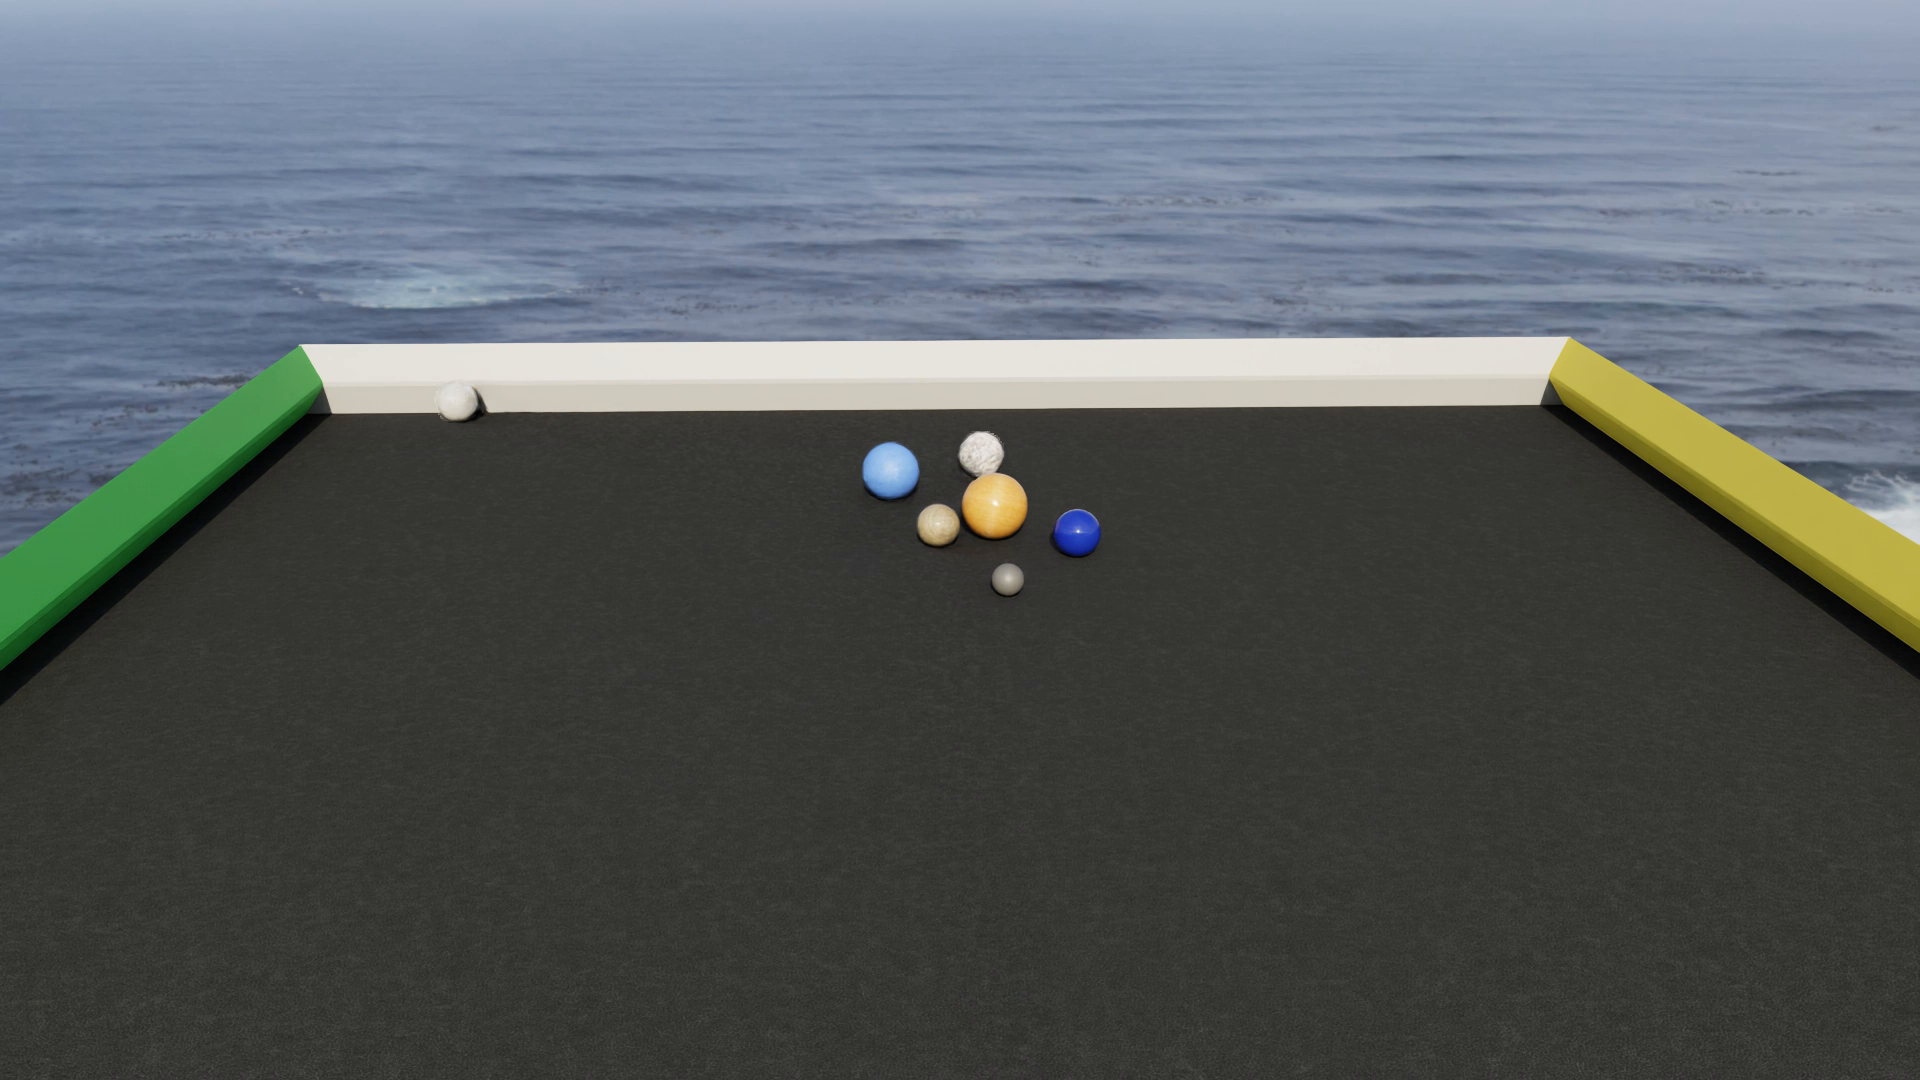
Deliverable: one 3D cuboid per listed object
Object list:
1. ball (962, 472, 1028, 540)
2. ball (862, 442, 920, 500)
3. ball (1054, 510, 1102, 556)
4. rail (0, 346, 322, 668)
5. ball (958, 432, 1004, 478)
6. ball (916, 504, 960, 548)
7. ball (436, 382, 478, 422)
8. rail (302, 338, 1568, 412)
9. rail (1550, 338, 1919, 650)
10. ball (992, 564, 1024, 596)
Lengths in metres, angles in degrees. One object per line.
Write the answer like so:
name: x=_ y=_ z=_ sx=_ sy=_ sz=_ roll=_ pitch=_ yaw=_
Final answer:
ball: x=0.047 y=-0.045 z=2.955 sx=0.090 sy=0.090 sz=0.090 roll=0 pitch=16 yaw=0
ball: x=-0.100 y=-0.098 z=3.159 sx=0.082 sy=0.082 sz=0.082 roll=0 pitch=16 yaw=0
ball: x=0.153 y=-0.009 z=2.876 sx=0.062 sy=0.062 sz=0.062 roll=0 pitch=16 yaw=0
rail: x=-1.023 y=0.241 z=1.870 sx=0.045 sy=0.117 sz=3.839 roll=-1 pitch=16 yaw=-2
ball: x=0.031 y=-0.127 z=3.292 sx=0.067 sy=0.067 sz=0.067 roll=0 pitch=16 yaw=0
ball: x=-0.029 y=-0.019 z=2.921 sx=0.058 sy=0.058 sz=0.058 roll=0 pitch=16 yaw=0
ball: x=-0.836 y=-0.230 z=3.661 sx=0.068 sy=0.068 sz=0.068 roll=0 pitch=16 yaw=0
rail: x=-0.032 y=-0.276 z=3.730 sx=2.160 sy=0.117 sz=0.045 roll=-1 pitch=16 yaw=-2
rail: x=1.088 y=0.222 z=1.939 sx=0.045 sy=0.117 sz=3.839 roll=-1 pitch=16 yaw=-2
ball: x=0.059 y=0.049 z=2.708 sx=0.041 sy=0.041 sz=0.041 roll=0 pitch=16 yaw=0
